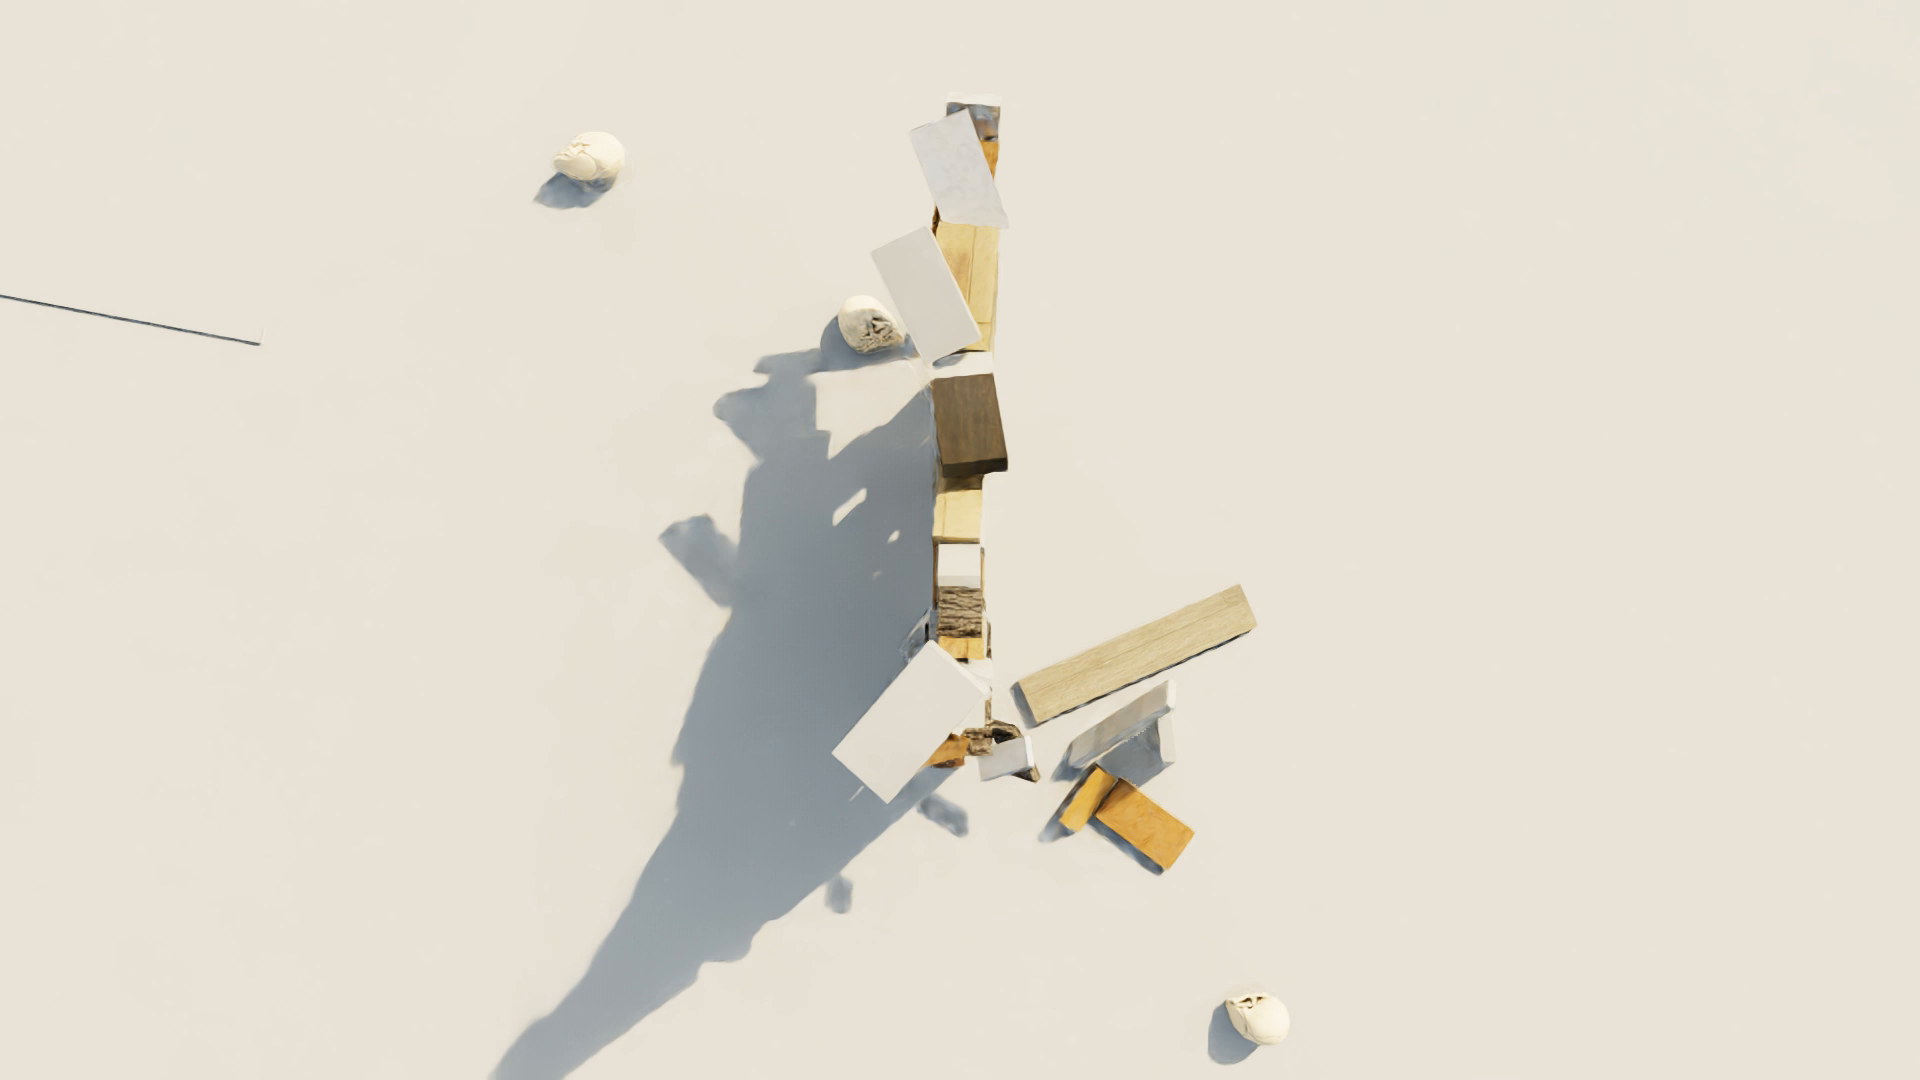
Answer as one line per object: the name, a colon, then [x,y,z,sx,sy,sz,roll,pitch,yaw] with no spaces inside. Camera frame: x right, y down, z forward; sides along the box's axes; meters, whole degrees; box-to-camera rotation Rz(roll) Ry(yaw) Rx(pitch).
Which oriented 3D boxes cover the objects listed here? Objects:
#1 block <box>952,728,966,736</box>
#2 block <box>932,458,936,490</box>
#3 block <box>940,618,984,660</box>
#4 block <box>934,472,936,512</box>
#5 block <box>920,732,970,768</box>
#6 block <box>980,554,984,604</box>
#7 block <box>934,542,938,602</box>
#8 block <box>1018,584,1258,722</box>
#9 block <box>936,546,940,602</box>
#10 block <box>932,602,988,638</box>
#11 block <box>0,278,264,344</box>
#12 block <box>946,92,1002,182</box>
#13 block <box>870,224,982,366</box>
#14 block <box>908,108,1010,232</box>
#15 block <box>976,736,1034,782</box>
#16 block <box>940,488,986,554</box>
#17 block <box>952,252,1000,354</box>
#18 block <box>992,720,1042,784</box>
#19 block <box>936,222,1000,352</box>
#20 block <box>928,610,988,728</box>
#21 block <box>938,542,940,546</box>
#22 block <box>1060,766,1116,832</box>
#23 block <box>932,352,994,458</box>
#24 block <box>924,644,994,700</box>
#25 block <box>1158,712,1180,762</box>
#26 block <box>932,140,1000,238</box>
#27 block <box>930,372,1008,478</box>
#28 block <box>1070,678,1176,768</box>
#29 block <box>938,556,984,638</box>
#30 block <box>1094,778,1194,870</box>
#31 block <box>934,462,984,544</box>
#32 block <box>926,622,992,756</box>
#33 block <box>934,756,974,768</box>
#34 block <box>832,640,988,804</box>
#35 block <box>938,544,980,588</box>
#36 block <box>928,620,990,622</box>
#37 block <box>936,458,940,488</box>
block: [-0.031,0.520,4.371,0.047,0.013,0.094,34,56,10]
block: [-0.007,-0.273,4.693,0.132,0.037,0.264,2,91,0]
block: [0.005,0.233,3.974,0.106,0.212,0.030,3,107,0]
block: [-0.005,-0.098,4.561,0.132,0.264,0.037,-3,129,0]
block: [-0.117,0.498,4.053,0.172,0.565,0.049,15,88,12]
block: [0.012,0.077,4.347,0.103,0.029,0.206,0,52,0]
block: [-0.004,0.148,5.162,0.158,0.045,0.316,0,90,0]
block: [0.591,0.376,5.478,0.800,0.043,0.153,-24,90,0]
block: [-0.006,0.135,4.561,0.117,0.033,0.233,0,90,0]
block: [-0.002,0.208,4.333,0.143,0.423,0.041,0,95,0]
block: [-2.900,-0.789,5.493,1.170,0.015,0.052,11,90,0]
block: [0.020,-0.960,5.060,0.152,1.023,0.043,5,57,1]
block: [-0.092,-0.673,4.526,0.172,0.049,0.344,-24,104,11]
block: [0.000,-1.017,4.648,0.174,0.049,0.347,-19,109,9]
block: [0.130,0.635,4.787,0.181,0.026,0.090,-22,65,34]
block: [0.007,-0.067,4.417,0.121,0.034,0.242,0,52,1]
block: [0.015,-0.624,4.702,0.174,0.049,0.393,3,88,0]
block: [0.171,0.664,5.185,0.031,0.108,0.217,-43,125,-30]
block: [0.008,-0.711,4.648,0.174,0.049,0.347,5,90,0]
block: [-0.008,0.320,4.099,0.143,0.041,0.286,2,89,0]
block: [-0.004,0.015,4.748,0.117,0.343,0.033,0,93,0]
block: [0.423,0.858,5.446,0.031,0.108,0.217,35,90,35]
block: [0.010,-0.374,4.544,0.172,0.049,0.344,-2,52,1]
block: [-0.011,0.309,3.905,0.172,0.345,0.049,13,93,0]
block: [0.676,0.638,5.338,0.043,0.305,0.153,-7,83,9]
block: [0.013,-0.995,4.729,0.152,0.043,0.303,11,102,3]
block: [0.023,-0.310,4.407,0.172,0.049,0.344,-6,46,-2]
block: [0.522,0.594,5.311,0.031,0.108,0.465,34,132,-20]
block: [0.004,0.136,4.124,0.106,0.441,0.030,1,112,1]
block: [0.612,0.943,5.478,0.305,0.043,0.153,37,90,0]
block: [-0.001,-0.111,4.373,0.121,0.034,0.242,2,66,4]
block: [-0.004,0.399,4.431,0.176,0.050,0.353,0,90,0]
block: [-0.012,0.670,5.090,0.090,0.818,0.026,-6,85,2]
block: [-0.113,0.410,3.723,0.172,0.049,0.345,42,103,4]
block: [-0.002,0.064,4.224,0.106,0.212,0.030,1,112,0]
block: [-0.004,0.272,4.634,0.176,0.353,0.050,0,95,0]
block: [-0.002,-0.221,4.493,0.121,0.034,0.242,0,51,2]
